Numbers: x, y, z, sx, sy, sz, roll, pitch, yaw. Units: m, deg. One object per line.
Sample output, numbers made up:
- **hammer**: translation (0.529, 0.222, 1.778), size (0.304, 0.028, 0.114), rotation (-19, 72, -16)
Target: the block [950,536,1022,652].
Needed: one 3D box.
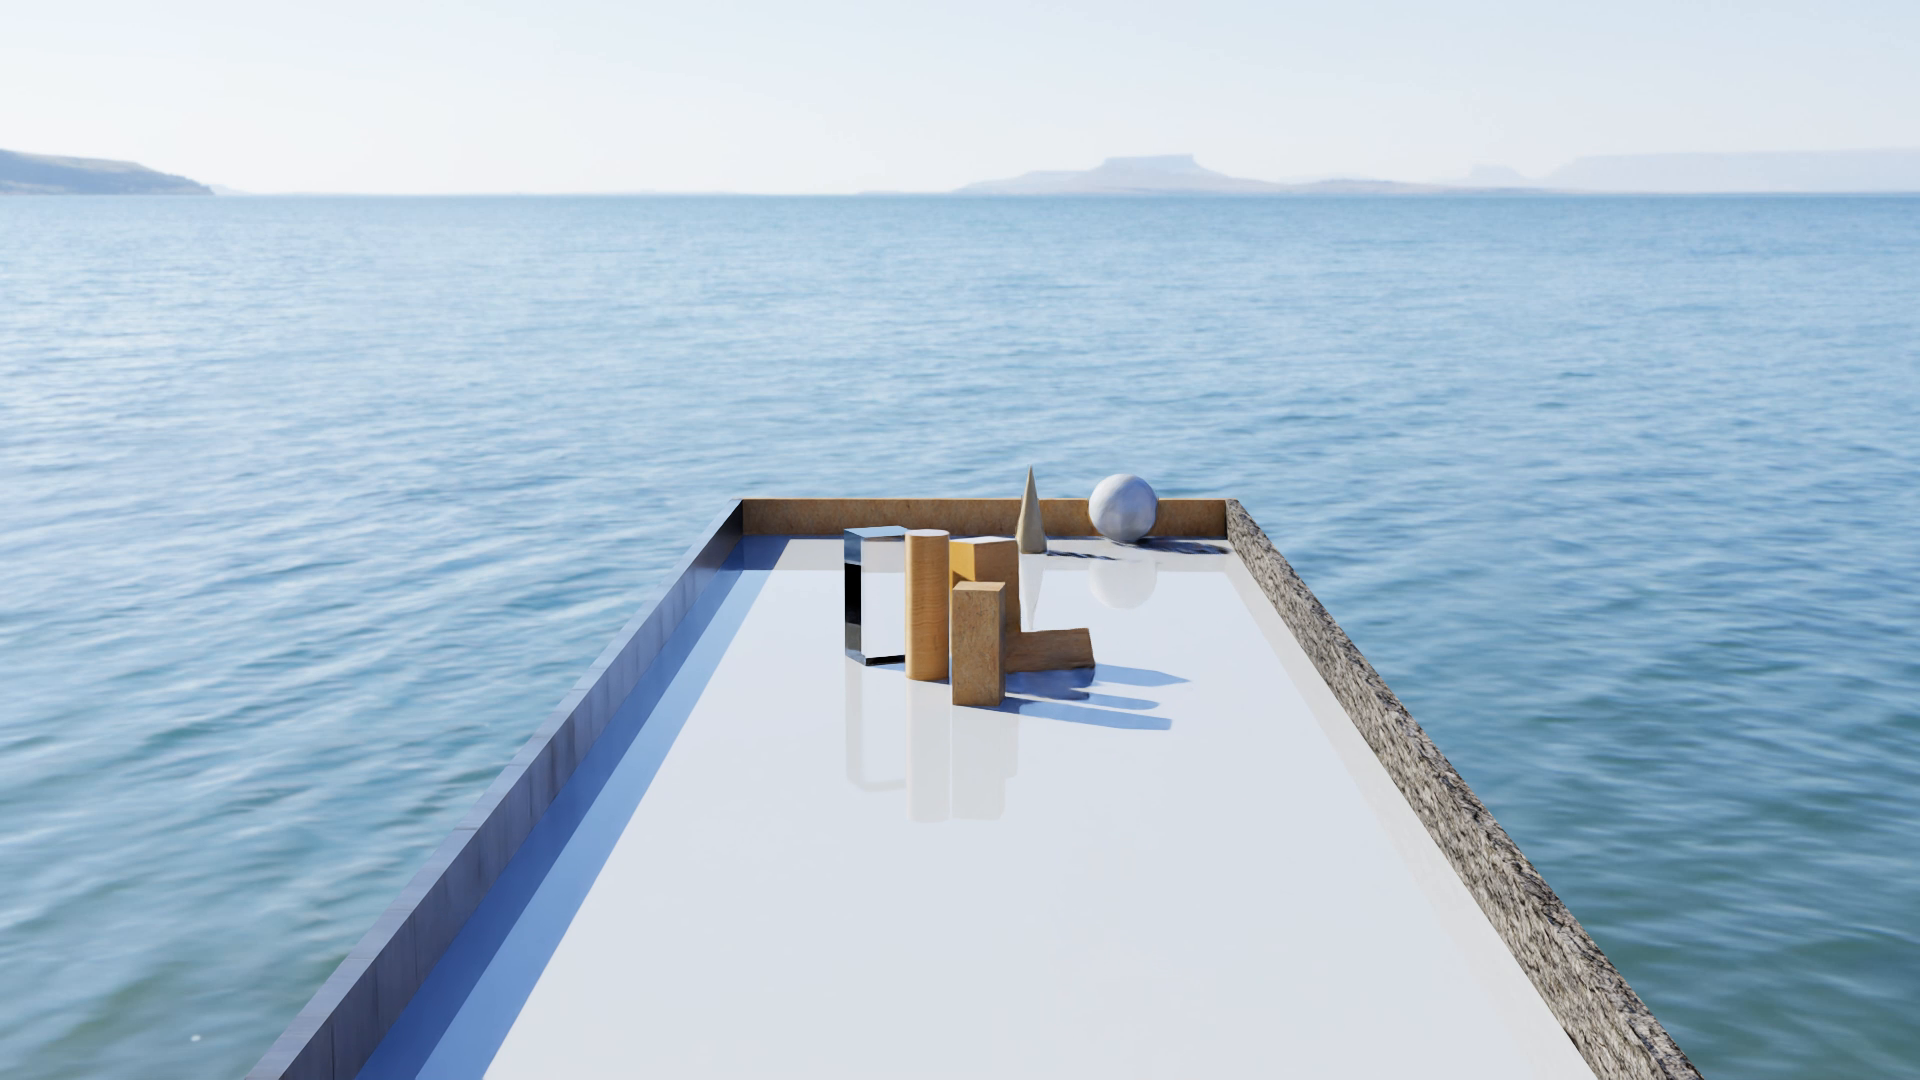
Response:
- **block**: translation (0.074, 0.179, 6.703), size (0.157, 0.359, 0.157), rotation (-5, 6, -31)

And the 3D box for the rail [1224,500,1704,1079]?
- **rail**: translation (1.046, 0.843, 3.208), size (0.050, 0.150, 12.000), rotation (0, 9, 1)

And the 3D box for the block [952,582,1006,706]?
- **block**: translation (0.053, 0.289, 6.142), size (0.131, 0.326, 0.131), rotation (1, 9, 9)

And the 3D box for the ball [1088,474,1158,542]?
- **ball**: translation (0.664, -0.130, 8.935), size (0.281, 0.281, 0.281), rotation (0, 9, 0)

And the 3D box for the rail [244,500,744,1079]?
- **rail**: translation (-1.004, 0.839, 3.234), size (0.050, 0.150, 12.000), rotation (0, 9, 1)

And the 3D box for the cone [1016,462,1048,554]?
- **cone**: translation (0.280, -0.133, 8.708), size (0.138, 0.357, 0.138), rotation (0, 9, 0)

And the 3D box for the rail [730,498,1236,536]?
- **rail**: translation (0.099, -0.098, 9.147), size (2.100, 0.150, 0.050), rotation (0, 9, 1)

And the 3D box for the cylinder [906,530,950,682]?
- **cylinder**: translation (-0.096, 0.190, 6.442), size (0.130, 0.428, 0.130), rotation (0, 9, 0)

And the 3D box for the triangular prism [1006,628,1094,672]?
- **triangular prism**: translation (0.220, 0.326, 6.589), size (0.349, 0.107, 0.124), rotation (-3, 9, -16)

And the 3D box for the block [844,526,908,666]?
- **block**: translation (-0.237, 0.168, 6.694), size (0.179, 0.393, 0.179), rotation (-4, 10, -23)
